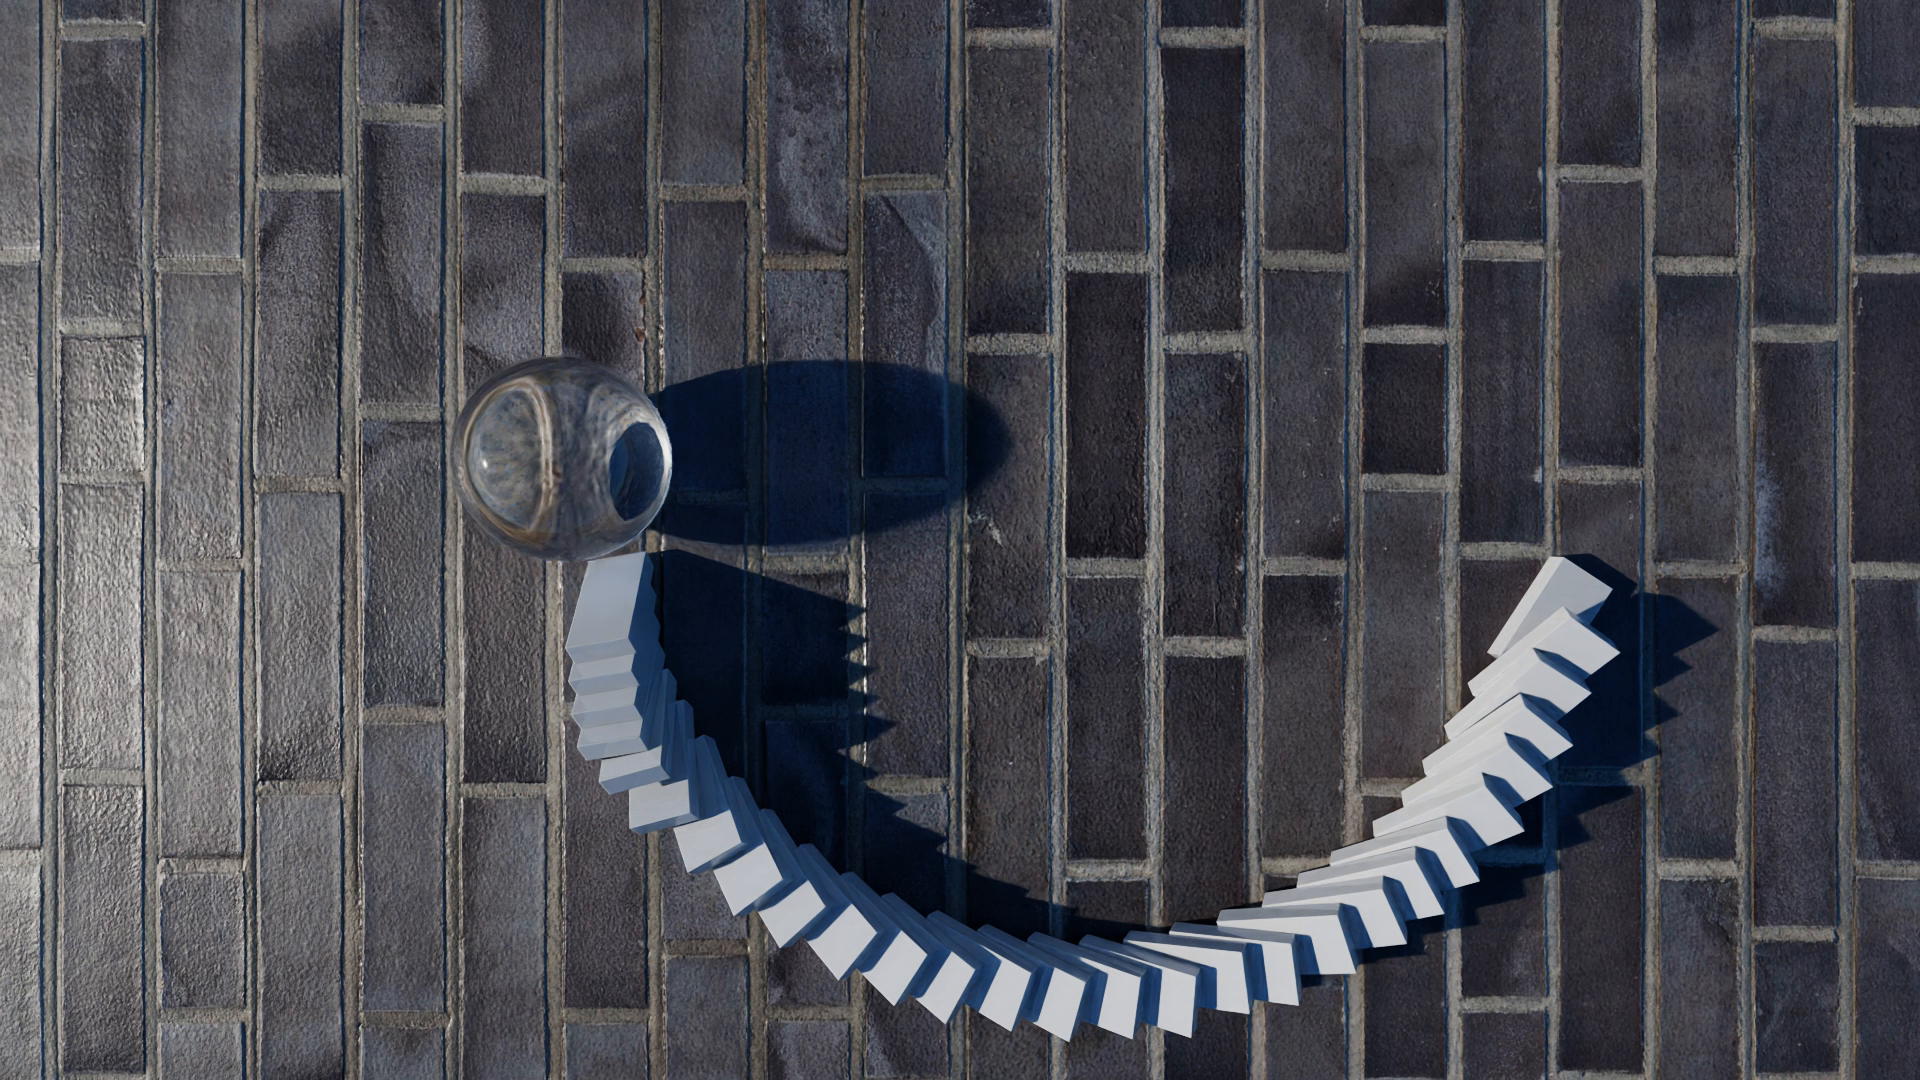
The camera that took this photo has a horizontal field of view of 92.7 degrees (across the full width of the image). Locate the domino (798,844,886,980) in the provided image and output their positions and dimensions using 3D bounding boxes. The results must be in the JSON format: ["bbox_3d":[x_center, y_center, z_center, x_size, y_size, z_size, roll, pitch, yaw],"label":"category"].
[{"bbox_3d":[-0.057,0.155,0.384,0.050,0.009,0.025,39,91,26],"label":"domino"}]

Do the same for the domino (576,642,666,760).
[{"bbox_3d":[-0.139,0.065,0.378,0.025,0.050,0.010,-9,133,0],"label":"domino"}]

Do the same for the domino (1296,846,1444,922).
[{"bbox_3d":[0.171,0.147,0.383,0.050,0.010,0.025,-28,92,31],"label":"domino"}]

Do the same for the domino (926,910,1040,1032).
[{"bbox_3d":[0.005,0.180,0.385,0.050,0.009,0.025,19,90,26],"label":"domino"}]

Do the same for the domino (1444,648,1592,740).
[{"bbox_3d":[0.232,0.071,0.384,0.025,0.009,0.050,33,119,0],"label":"domino"}]

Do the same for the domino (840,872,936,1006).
[{"bbox_3d":[-0.037,0.166,0.384,0.050,0.010,0.025,33,92,27],"label":"domino"}]

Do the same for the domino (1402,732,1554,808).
[{"bbox_3d":[0.214,0.104,0.382,0.025,0.009,0.050,42,121,-3],"label":"domino"}]

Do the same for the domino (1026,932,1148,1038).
[{"bbox_3d":[0.051,0.186,0.384,0.050,0.010,0.025,8,90,27],"label":"domino"}]

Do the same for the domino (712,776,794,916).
[{"bbox_3d":[-0.093,0.128,0.384,0.025,0.010,0.050,-37,62,2],"label":"domino"}]

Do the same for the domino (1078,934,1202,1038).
[{"bbox_3d":[0.074,0.186,0.384,0.050,0.009,0.025,5,91,28],"label":"domino"}]

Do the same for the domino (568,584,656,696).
[{"bbox_3d":[-0.142,0.040,0.378,0.025,0.050,0.010,-10,132,0],"label":"domino"}]

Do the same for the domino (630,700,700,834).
[{"bbox_3d":[-0.124,0.094,0.382,0.025,0.009,0.050,-15,57,0],"label":"domino"}]

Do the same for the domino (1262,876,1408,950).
[{"bbox_3d":[0.156,0.157,0.382,0.050,0.009,0.025,-23,95,30],"label":"domino"}]

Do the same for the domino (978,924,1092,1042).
[{"bbox_3d":[0.028,0.185,0.385,0.050,0.009,0.025,16,90,27],"label":"domino"}]

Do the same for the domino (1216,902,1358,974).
[{"bbox_3d":[0.136,0.167,0.383,0.050,0.009,0.025,-17,92,30],"label":"domino"}]

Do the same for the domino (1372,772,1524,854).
[{"bbox_3d":[0.203,0.119,0.382,0.025,0.009,0.050,47,121,-4],"label":"domino"}]

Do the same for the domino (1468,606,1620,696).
[{"bbox_3d":[0.243,0.054,0.383,0.025,0.010,0.050,35,119,-1],"label":"domino"}]

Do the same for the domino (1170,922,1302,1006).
[{"bbox_3d":[0.115,0.177,0.384,0.050,0.009,0.025,-7,90,29],"label":"domino"}]

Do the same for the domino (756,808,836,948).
[{"bbox_3d":[-0.077,0.141,0.385,0.025,0.010,0.050,-42,64,0],"label":"domino"}]

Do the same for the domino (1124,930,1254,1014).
[{"bbox_3d":[0.095,0.180,0.384,0.050,0.009,0.025,-7,90,29],"label":"domino"}]

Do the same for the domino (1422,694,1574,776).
[{"bbox_3d":[0.223,0.089,0.383,0.025,0.010,0.050,39,121,-1],"label":"domino"}]

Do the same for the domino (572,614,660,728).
[{"bbox_3d":[-0.141,0.053,0.378,0.025,0.050,0.010,-9,132,1],"label":"domino"}]

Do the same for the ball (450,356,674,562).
[{"bbox_3d":[-0.155,-0.031,0.360,0.080,0.080,0.080,0,90,0],"label":"ball"}]

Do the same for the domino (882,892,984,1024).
[{"bbox_3d":[-0.018,0.174,0.385,0.050,0.009,0.025,29,90,27],"label":"domino"}]

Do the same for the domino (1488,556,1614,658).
[{"bbox_3d":[0.254,0.035,0.395,0.025,0.010,0.050,33,90,0],"label":"domino"}]

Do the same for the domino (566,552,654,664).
[{"bbox_3d":[-0.144,0.027,0.378,0.025,0.050,0.010,-10,132,0],"label":"domino"}]

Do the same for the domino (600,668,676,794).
[{"bbox_3d":[-0.132,0.078,0.378,0.025,0.050,0.009,-15,132,0],"label":"domino"}]

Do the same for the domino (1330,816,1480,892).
[{"bbox_3d":[0.185,0.136,0.384,0.050,0.009,0.025,-32,90,30],"label":"domino"}]

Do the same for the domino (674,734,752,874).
[{"bbox_3d":[-0.108,0.110,0.384,0.025,0.009,0.050,-29,62,0],"label":"domino"}]
